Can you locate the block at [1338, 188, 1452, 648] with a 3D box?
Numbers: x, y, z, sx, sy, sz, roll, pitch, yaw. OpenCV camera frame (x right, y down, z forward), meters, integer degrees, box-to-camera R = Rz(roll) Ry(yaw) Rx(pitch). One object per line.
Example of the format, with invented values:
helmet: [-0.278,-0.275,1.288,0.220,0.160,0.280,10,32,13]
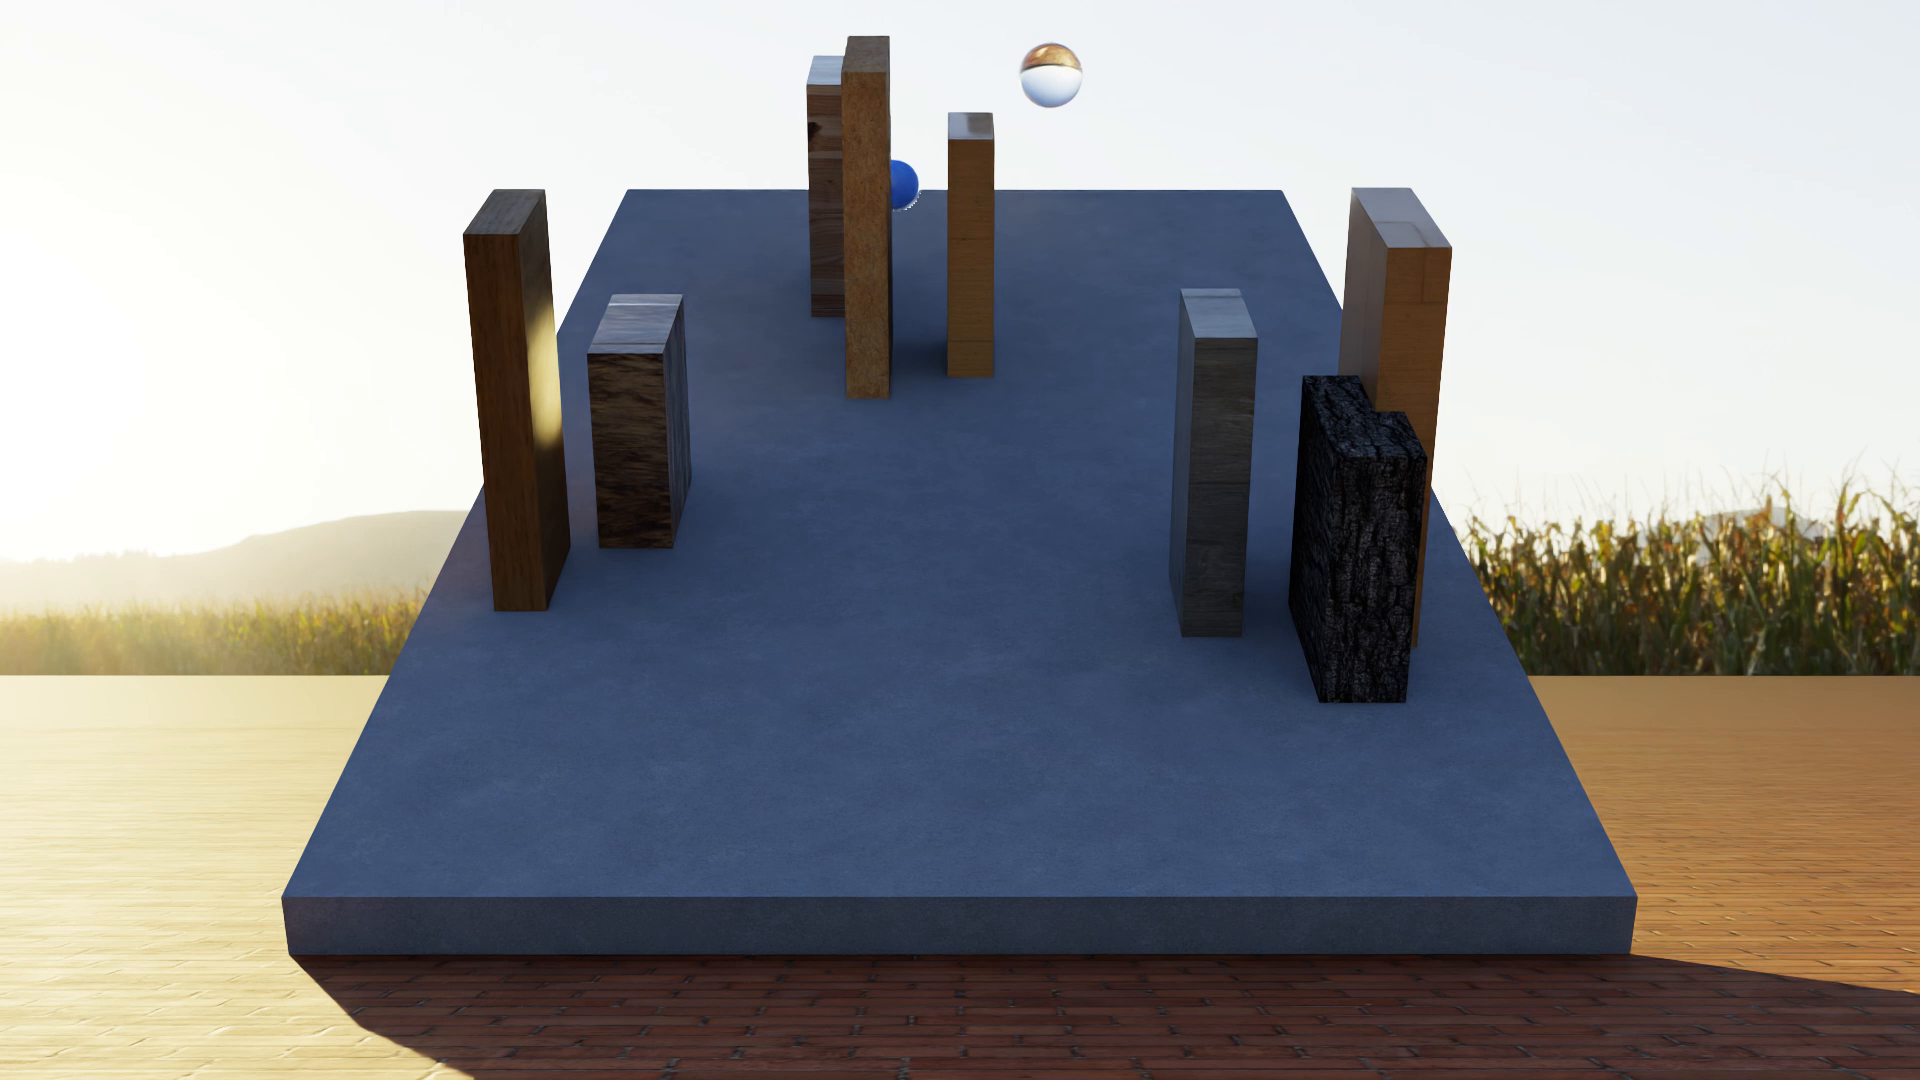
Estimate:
block: [0.770,-0.226,4.213,0.109,0.746,0.390,0,24,0]

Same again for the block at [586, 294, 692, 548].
block: [-0.640,-0.244,4.673,0.144,0.406,0.373,0,24,0]

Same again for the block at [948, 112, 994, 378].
block: [0.024,-0.704,5.522,0.108,0.574,0.269,0,24,0]

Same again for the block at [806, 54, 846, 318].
block: [-0.306,-0.913,5.970,0.147,0.598,0.348,0,24,0]

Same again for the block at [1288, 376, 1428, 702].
block: [0.692,-0.008,4.079,0.149,0.453,0.400,0,24,0]

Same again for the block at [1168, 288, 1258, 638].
block: [0.458,-0.142,4.236,0.108,0.573,0.282,0,24,0]

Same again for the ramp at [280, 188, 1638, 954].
ramp: [-0.008,-0.227,5.271,2.000,0.100,4.000,0,24,0]

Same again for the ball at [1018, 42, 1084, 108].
ball: [0.265,-1.357,6.774,0.190,0.190,0.190,0,-3,0]

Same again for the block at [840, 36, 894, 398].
block: [-0.213,-0.757,5.412,0.098,0.758,0.406,0,24,0]

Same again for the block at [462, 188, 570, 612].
block: [-0.817,-0.259,4.309,0.097,0.724,0.302,0,24,0]

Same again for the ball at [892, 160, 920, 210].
ball: [-0.189,-1.029,6.712,0.142,0.142,0.142,0,-3,0]
